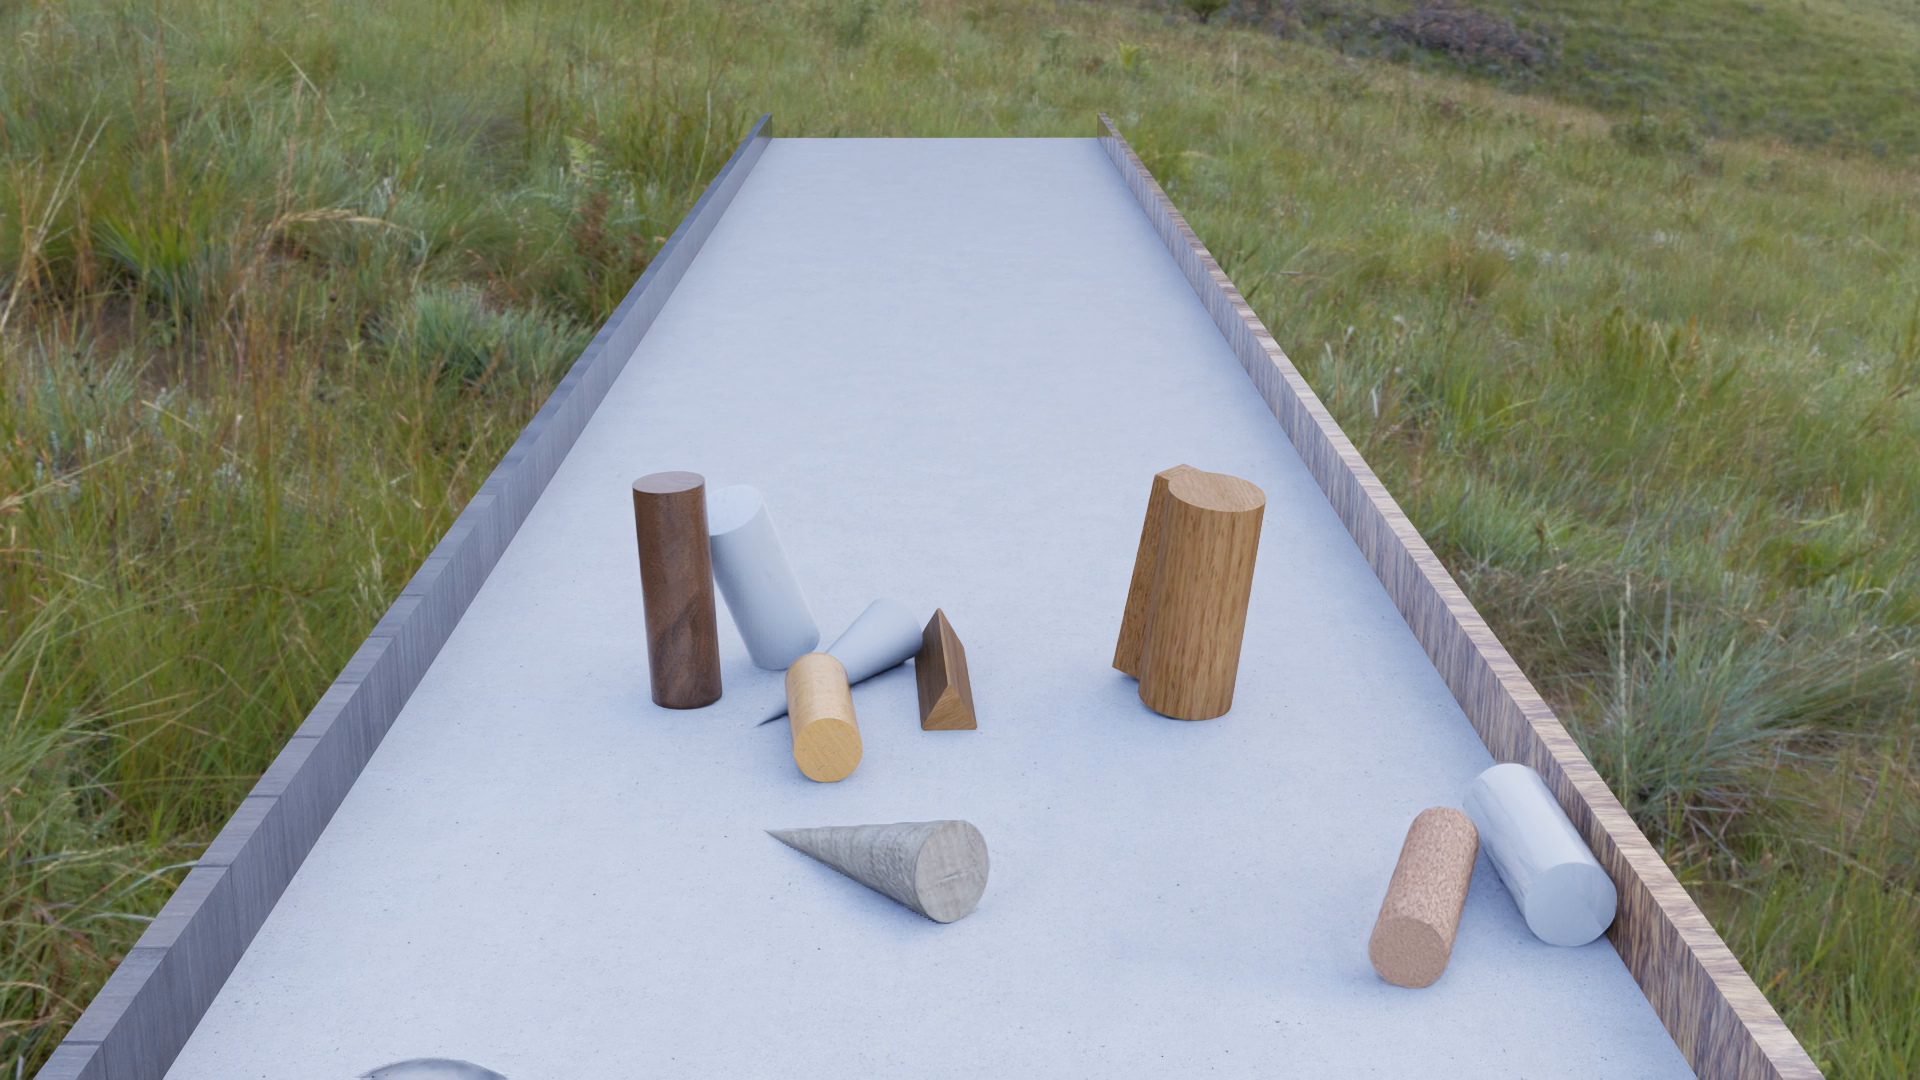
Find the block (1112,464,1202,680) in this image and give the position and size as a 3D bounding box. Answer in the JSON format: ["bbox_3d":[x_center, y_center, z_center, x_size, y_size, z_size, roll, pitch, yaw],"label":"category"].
[{"bbox_3d":[0.407,0.070,4.246,0.108,0.410,0.108,24,26,30],"label":"block"}]

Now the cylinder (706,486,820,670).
[{"bbox_3d":[-0.400,0.076,4.304,0.150,0.352,0.150,-13,37,10],"label":"cylinder"}]

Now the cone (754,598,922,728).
[{"bbox_3d":[-0.257,0.263,4.224,0.137,0.137,0.452,11,28,33],"label":"cone"}]

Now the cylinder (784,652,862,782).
[{"bbox_3d":[-0.248,0.315,3.956,0.119,0.119,0.340,-2,17,-7],"label":"cylinder"}]

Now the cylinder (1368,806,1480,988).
[{"bbox_3d":[0.694,0.524,3.271,0.110,0.110,0.406,6,17,18],"label":"cylinder"}]

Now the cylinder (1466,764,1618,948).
[{"bbox_3d":[0.888,0.478,3.381,0.136,0.136,0.374,0,17,-1],"label":"cylinder"}]

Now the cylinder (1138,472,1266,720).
[{"bbox_3d":[0.447,0.105,4.085,0.179,0.426,0.179,5,24,-2],"label":"cylinder"}]

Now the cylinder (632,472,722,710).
[{"bbox_3d":[-0.531,0.095,4.142,0.135,0.429,0.135,-2,19,1],"label":"cylinder"}]

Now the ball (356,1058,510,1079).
[{"bbox_3d":[-0.560,0.705,2.305,0.315,0.315,0.315,0,17,0],"label":"ball"}]

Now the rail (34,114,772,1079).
[{"bbox_3d":[-1.118,-0.838,7.780,0.050,0.150,12.000,0,17,-1],"label":"rail"}]

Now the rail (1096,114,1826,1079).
[{"bbox_3d":[0.932,-0.844,7.801,0.050,0.150,12.000,0,17,-1],"label":"rail"}]

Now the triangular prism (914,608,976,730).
[{"bbox_3d":[-0.031,0.242,4.249,0.101,0.087,0.447,-1,17,-3],"label":"triangular prism"}]

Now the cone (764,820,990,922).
[{"bbox_3d":[-0.168,0.487,3.457,0.154,0.154,0.455,-16,13,-42],"label":"cone"}]
